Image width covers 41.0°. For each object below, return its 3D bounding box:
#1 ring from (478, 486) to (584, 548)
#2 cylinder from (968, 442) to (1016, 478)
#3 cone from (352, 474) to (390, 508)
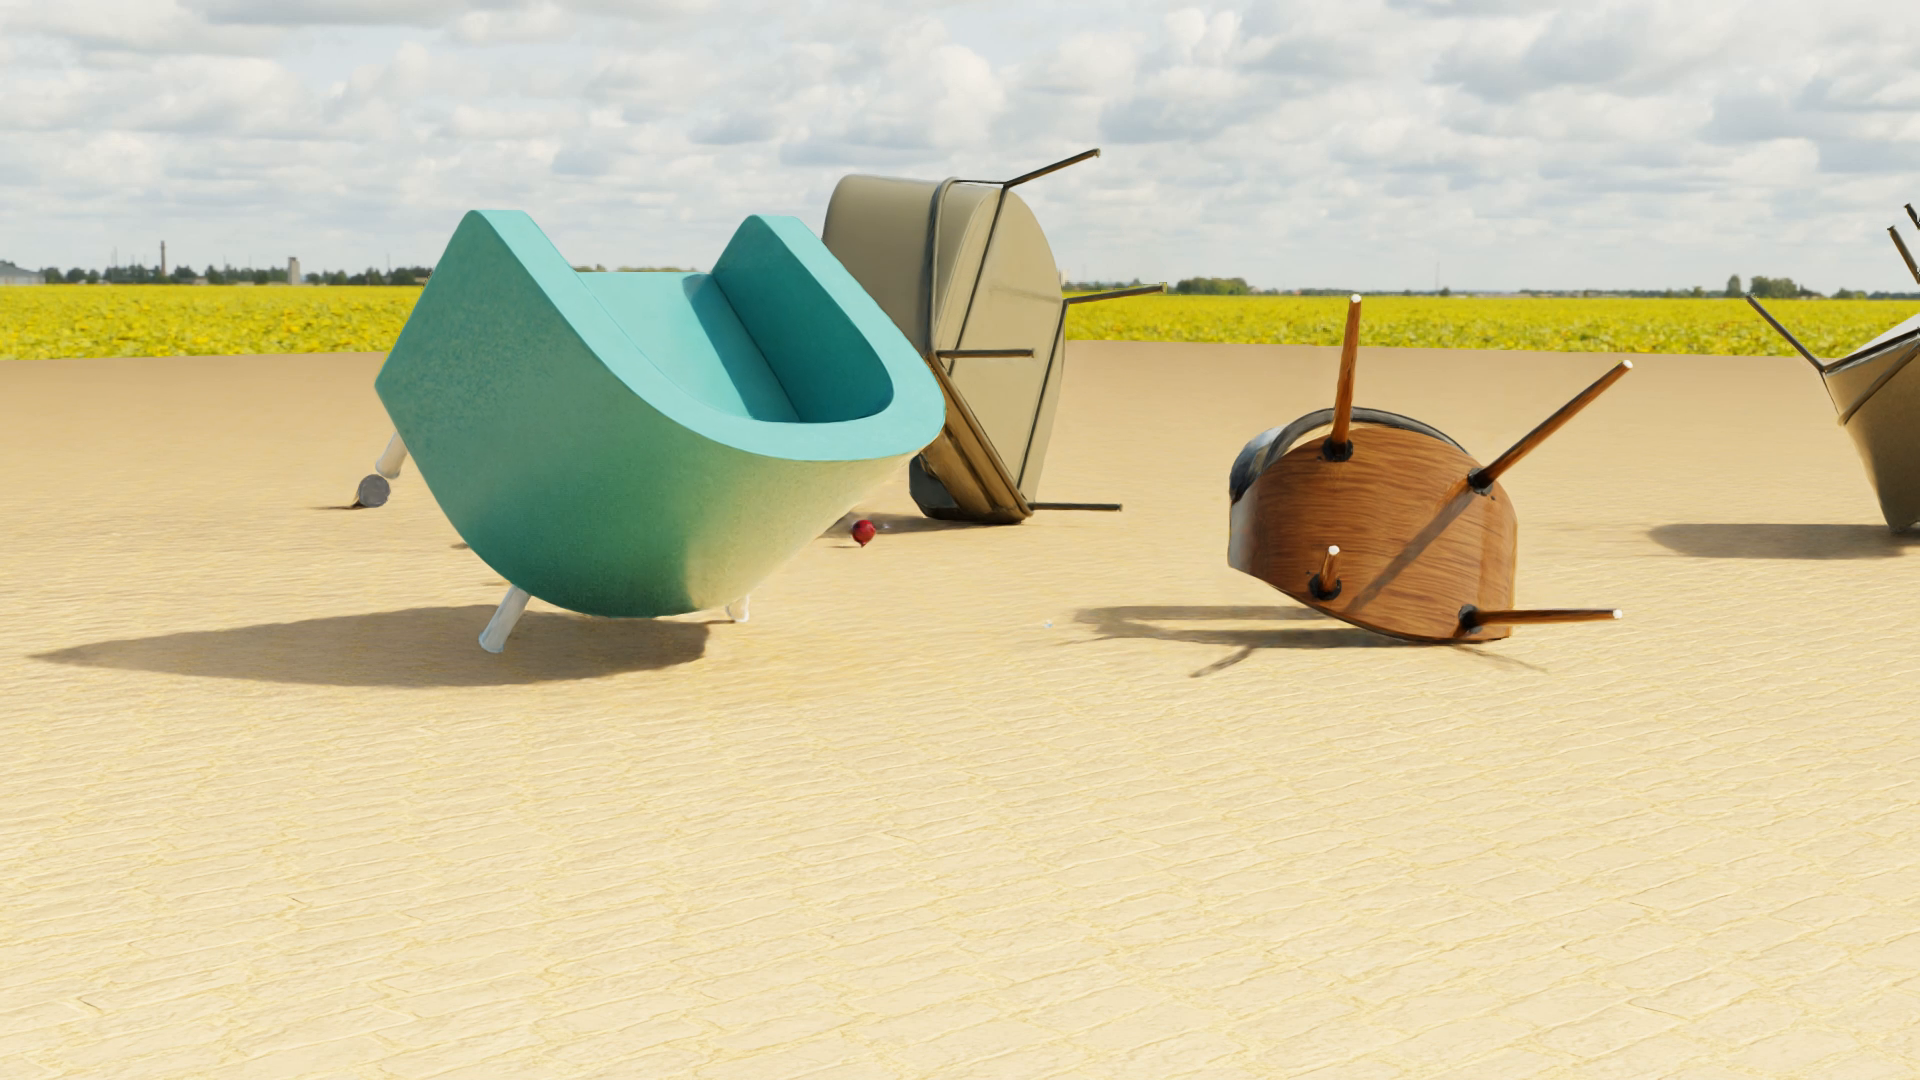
[{"bbox_3d":[-1.045,-0.056,6.252,0.264,0.092,0.272,-7,19,21],"label":"ring"},{"bbox_3d":[0.102,-0.259,8.318,0.111,0.080,0.121,25,-9,-26],"label":"cylinder"},{"bbox_3d":[-1.709,-0.118,7.337,0.095,0.094,0.162,-29,11,25],"label":"cone"}]
